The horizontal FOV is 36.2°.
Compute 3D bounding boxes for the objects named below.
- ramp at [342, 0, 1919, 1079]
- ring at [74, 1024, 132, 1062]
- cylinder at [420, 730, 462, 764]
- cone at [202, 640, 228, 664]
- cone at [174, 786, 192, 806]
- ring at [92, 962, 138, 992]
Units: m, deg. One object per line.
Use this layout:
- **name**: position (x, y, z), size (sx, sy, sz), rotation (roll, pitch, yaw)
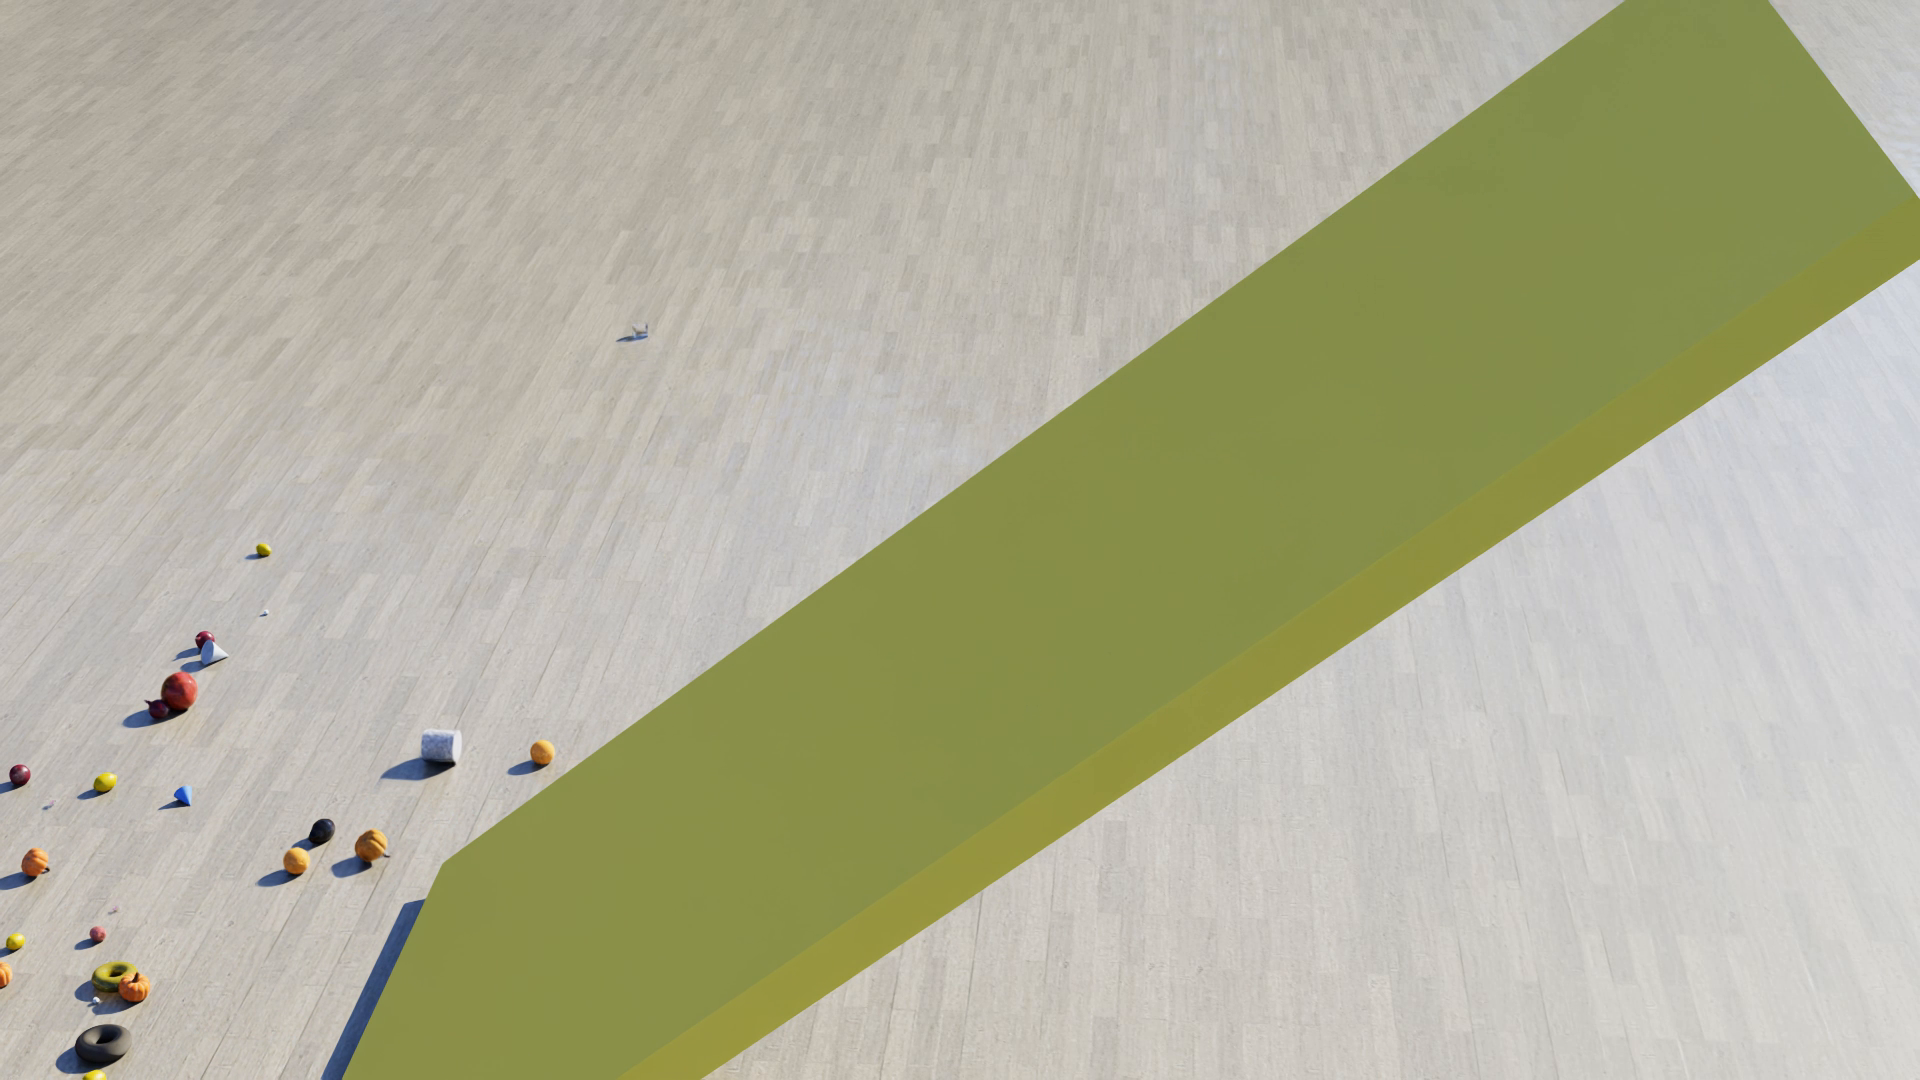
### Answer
- **ramp**: position (0.121, 0.185, 6.340), size (4.000, 0.100, 2.000), rotation (-36, 16, 18)
- **ring**: position (-2.085, 1.225, 7.162), size (0.135, 0.045, 0.135), rotation (-1, 23, 0)
- **cylinder**: position (-1.504, 0.598, 8.530), size (0.094, 0.094, 0.094), rotation (3, 24, 6)
- **cone**: position (-2.308, 0.356, 9.157), size (0.078, 0.078, 0.078), rotation (15, 9, -42)
- **cone**: position (-2.185, 0.732, 8.311), size (0.054, 0.054, 0.054), rotation (-16, 55, -33)
- **ring**: position (-2.138, 1.106, 7.442), size (0.117, 0.039, 0.117), rotation (1, 23, 0)
